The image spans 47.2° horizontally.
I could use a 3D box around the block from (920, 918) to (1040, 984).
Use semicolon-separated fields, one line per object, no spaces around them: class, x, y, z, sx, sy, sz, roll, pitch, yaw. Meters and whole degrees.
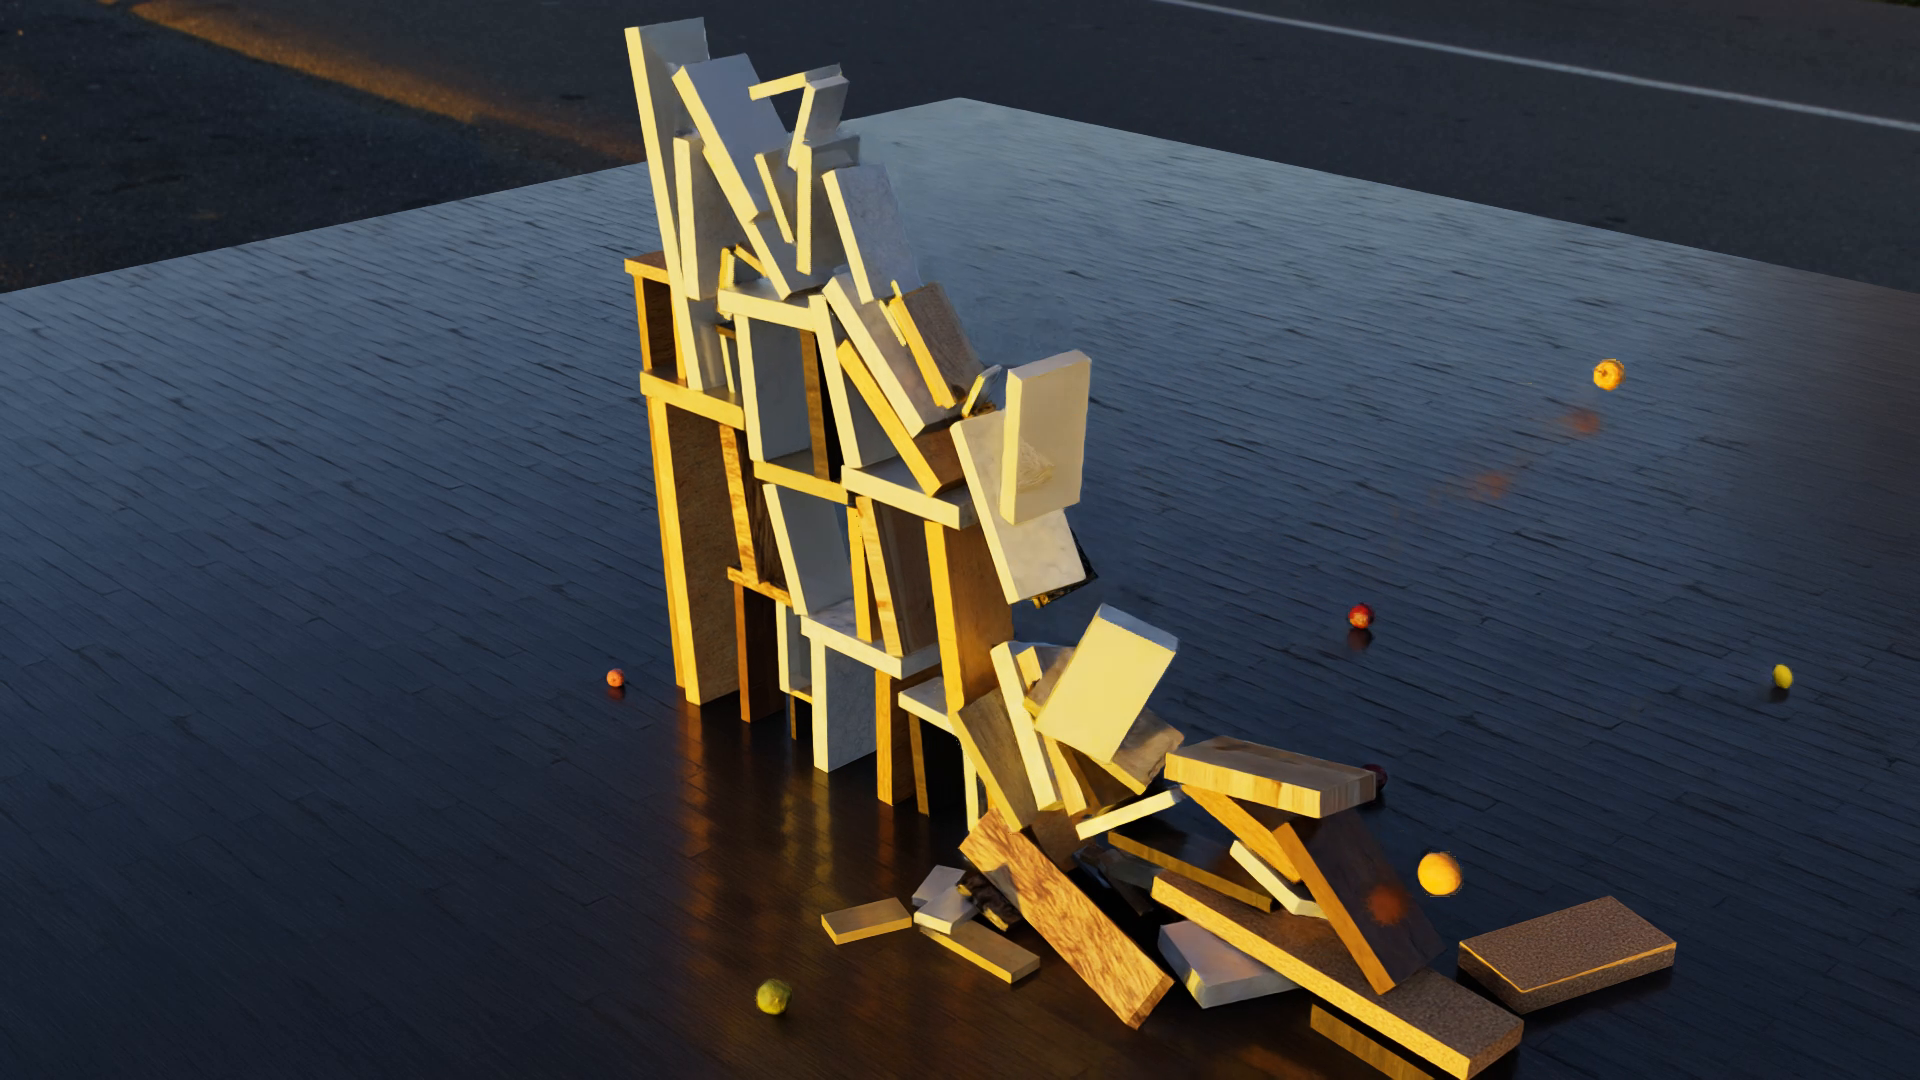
block;0.035;0.736;4.000;0.075;0.021;0.235;-21;31;-40

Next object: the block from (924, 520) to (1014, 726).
block;0.027;0.141;4.254;0.046;0.416;0.162;9;23;42

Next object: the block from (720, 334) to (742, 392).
block;-0.460;-0.373;4.564;0.059;0.119;0.017;-21;19;-40

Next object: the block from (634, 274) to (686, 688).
block;-0.622;-0.128;4.850;0.100;0.948;0.028;-21;27;-41

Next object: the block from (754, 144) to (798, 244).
block;-0.329;-0.673;4.265;0.025;0.176;0.088;-9;15;47

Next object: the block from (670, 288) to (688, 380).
block;-0.555;-0.448;4.642;0.100;0.200;0.028;-21;28;-41

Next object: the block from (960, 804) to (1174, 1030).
block;0.183;0.677;4.020;0.030;0.108;0.627;38;0;-36

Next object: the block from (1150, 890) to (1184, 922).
block;0.429;0.686;4.053;0.077;0.022;0.155;-17;47;-34

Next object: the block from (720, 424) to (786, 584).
block;-0.399;-0.095;4.625;0.171;0.341;0.048;-21;21;-41

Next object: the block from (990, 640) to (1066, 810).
block;0.174;0.358;4.250;0.047;0.329;0.164;-32;-25;35

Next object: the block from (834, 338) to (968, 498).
block;-0.077;-0.253;4.192;0.170;0.048;0.340;-22;73;-41

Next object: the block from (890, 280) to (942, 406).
block;-0.042;-0.369;4.127;0.108;0.215;0.030;-28;6;-42

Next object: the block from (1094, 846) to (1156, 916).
block;0.323;0.640;4.147;0.070;0.020;0.140;-20;56;-39

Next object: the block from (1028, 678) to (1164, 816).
block;0.254;0.368;4.125;0.139;0.039;0.277;-19;67;-24

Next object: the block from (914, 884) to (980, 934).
block;-0.016;0.682;4.064;0.075;0.021;0.149;15;17;24

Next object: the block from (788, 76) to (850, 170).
block;-0.268;-0.787;4.156;0.088;0.176;0.025;-24;54;-41

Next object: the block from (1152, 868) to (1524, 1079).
block;0.640;0.720;3.807;0.160;0.045;0.677;-19;33;-40

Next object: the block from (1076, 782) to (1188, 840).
block;0.322;0.504;4.101;0.198;0.028;0.099;-24;-5;23

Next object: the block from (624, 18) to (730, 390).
block;-0.543;-0.688;4.522;0.163;0.740;0.046;-21;19;-40

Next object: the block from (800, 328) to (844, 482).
block;-0.231;-0.283;4.362;0.151;0.302;0.043;-21;23;-41

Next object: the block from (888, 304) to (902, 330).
block;-0.091;-0.406;4.151;0.049;0.014;0.098;-20;74;-42

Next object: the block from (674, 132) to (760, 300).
block;-0.491;-0.665;4.461;0.046;0.327;0.163;21;32;40

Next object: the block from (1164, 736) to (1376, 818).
block;0.534;0.407;3.798;0.328;0.047;0.164;10;14;44

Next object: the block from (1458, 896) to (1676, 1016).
block;1.090;0.742;3.949;0.347;0.049;0.173;-11;25;-24

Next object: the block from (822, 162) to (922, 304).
block;-0.164;-0.580;4.155;0.126;0.253;0.036;-18;1;-41

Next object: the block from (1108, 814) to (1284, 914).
block;0.443;0.581;3.980;0.099;0.028;0.380;-19;26;-40

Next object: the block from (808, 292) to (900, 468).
block;-0.180;-0.327;4.279;0.170;0.340;0.048;-22;15;-41

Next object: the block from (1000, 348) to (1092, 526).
block;0.151;-0.183;3.932;0.150;0.301;0.043;-19;40;-29

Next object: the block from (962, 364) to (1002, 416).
block;0.040;-0.278;4.085;0.015;0.104;0.052;43;48;14

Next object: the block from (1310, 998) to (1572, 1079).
block;1.116;1.012;3.313;0.173;0.049;1.426;-17;29;-35

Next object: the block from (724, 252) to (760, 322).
block;-0.444;-0.521;4.487;0.020;0.139;0.069;28;33;37

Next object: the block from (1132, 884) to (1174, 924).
block;0.395;0.672;4.097;0.070;0.020;0.140;-20;49;-39

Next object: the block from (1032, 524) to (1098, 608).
block;0.136;-0.022;4.126;0.139;0.277;0.039;-24;-7;-41

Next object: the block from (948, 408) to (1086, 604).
block;0.106;-0.068;4.041;0.150;0.344;0.043;-17;-4;-29

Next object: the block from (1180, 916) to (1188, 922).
block;0.482;0.717;3.986;0.155;0.022;0.077;30;40;26

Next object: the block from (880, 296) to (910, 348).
block;-0.110;-0.414;4.163;0.049;0.014;0.098;-18;72;-40

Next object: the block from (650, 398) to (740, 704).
block;-0.558;0.009;4.842;0.171;0.700;0.048;-21;25;-41

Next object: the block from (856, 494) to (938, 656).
block;-0.101;0.050;4.356;0.162;0.324;0.046;-22;16;-41

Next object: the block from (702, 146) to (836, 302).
block;-0.376;-0.644;4.362;0.126;0.348;0.036;-21;-11;-41

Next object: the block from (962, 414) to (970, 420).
block;0.041;-0.196;4.153;0.015;0.103;0.052;-4;18;45

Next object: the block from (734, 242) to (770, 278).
block;-0.380;-0.556;4.415;0.139;0.020;0.069;38;37;26

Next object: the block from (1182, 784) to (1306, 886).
block;0.555;0.516;3.921;0.160;0.045;0.320;14;16;-41

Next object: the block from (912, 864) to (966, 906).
block;-0.039;0.661;4.181;0.062;0.017;0.123;9;24;20

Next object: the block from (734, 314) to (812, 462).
block;-0.373;-0.325;4.492;0.151;0.302;0.043;-21;24;-41
